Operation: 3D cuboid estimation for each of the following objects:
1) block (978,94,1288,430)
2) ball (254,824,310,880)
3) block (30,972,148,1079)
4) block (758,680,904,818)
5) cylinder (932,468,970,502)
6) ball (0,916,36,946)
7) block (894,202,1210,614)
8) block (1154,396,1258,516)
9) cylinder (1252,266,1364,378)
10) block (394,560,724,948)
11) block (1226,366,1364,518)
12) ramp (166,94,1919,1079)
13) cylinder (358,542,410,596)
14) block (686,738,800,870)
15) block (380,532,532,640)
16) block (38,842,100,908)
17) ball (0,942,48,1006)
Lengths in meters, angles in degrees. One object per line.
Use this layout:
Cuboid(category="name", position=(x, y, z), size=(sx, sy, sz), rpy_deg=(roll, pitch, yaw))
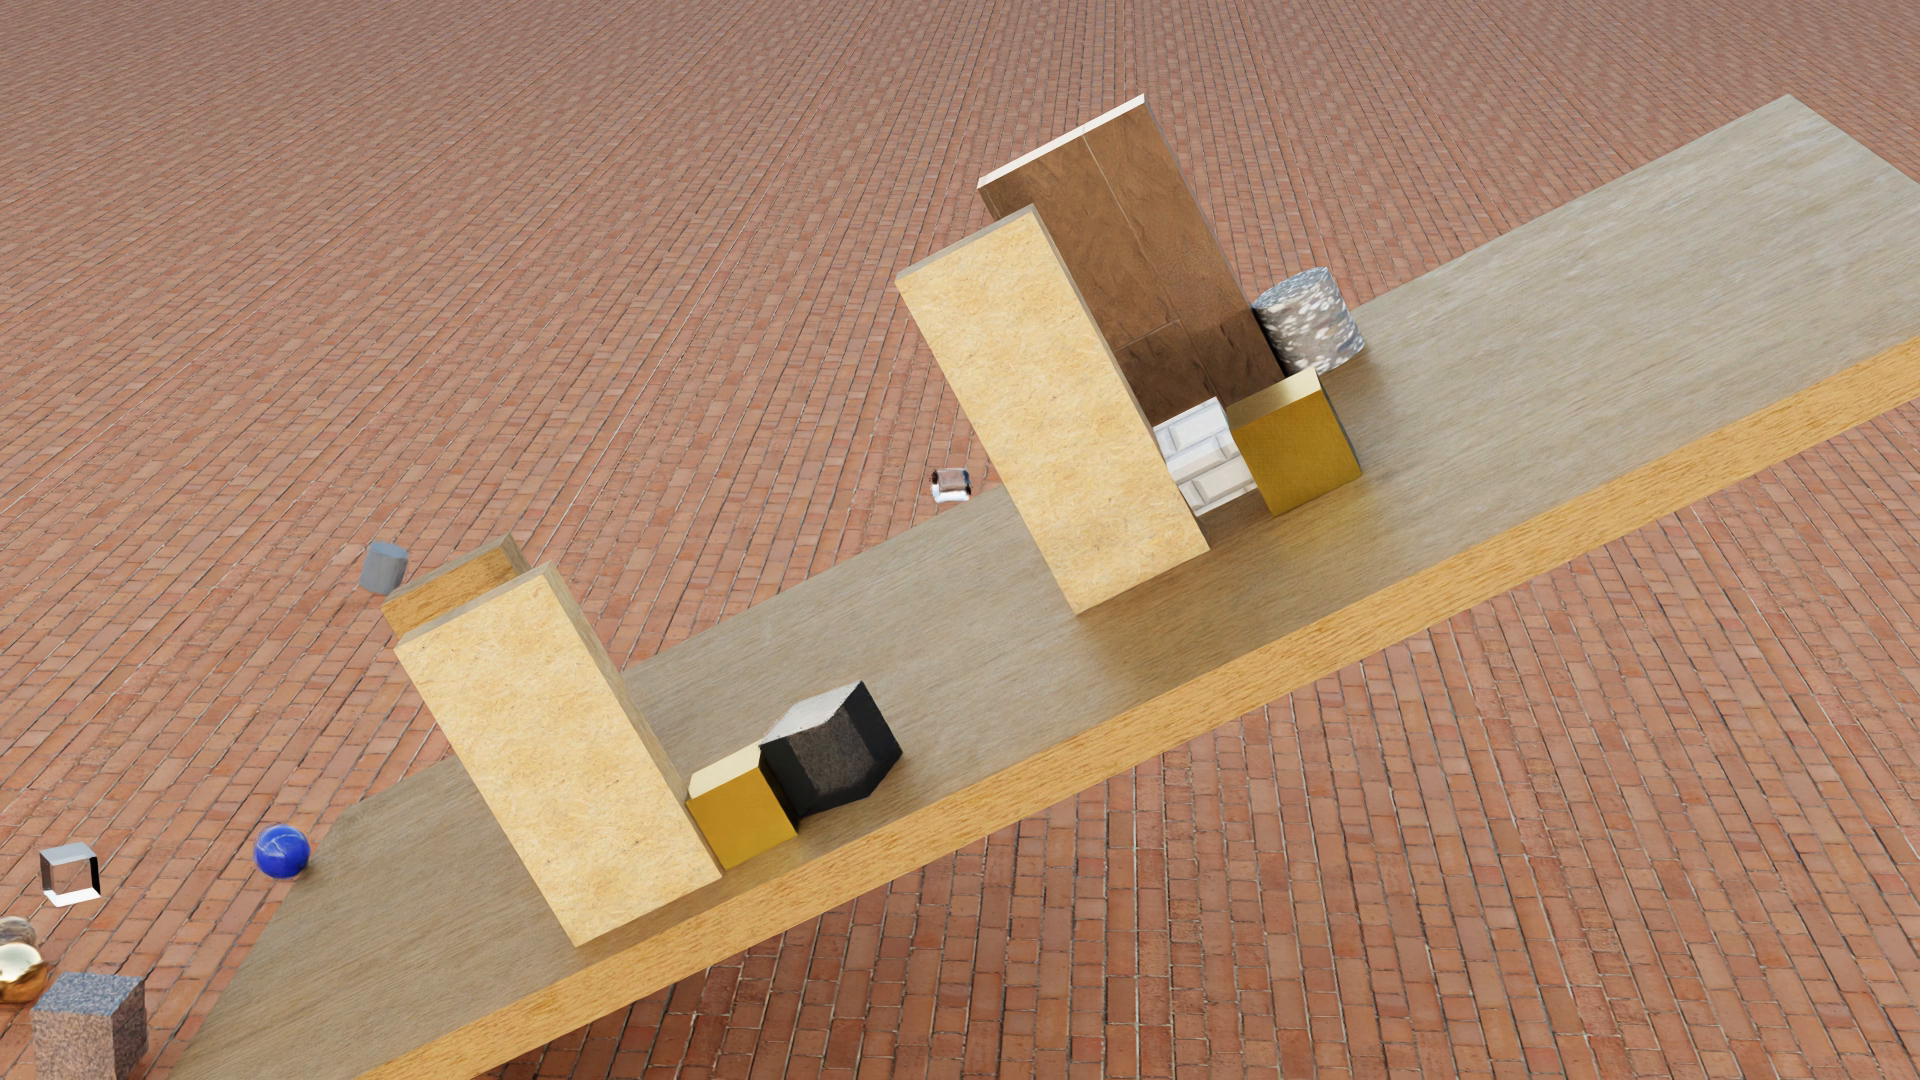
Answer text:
Cuboid(category="block", position=(0.399, -0.581, 6.683), size=(0.418, 0.738, 0.127), rpy_deg=(-26, 14, 11))
Cuboid(category="ball", position=(-1.659, 0.764, 7.202), size=(0.133, 0.133, 0.133), rpy_deg=(0, 17, 0))
Cuboid(category="block", position=(-1.889, 1.065, 6.390), size=(0.179, 0.179, 0.179), rpy_deg=(3, 19, 6))
Cuboid(category="block", position=(-0.247, 0.402, 5.648), size=(0.168, 0.168, 0.168), rpy_deg=(-20, 16, 31))
Cuboid(category="cylinder", position=(-0.033, -0.197, 10.572), size=(0.112, 0.112, 0.112), rpy_deg=(-5, 18, -15))
Cuboid(category="ball", position=(-2.231, 0.941, 6.916), size=(0.111, 0.111, 0.111), rpy_deg=(0, 17, 0))
Cuboid(category="block", position=(0.189, -0.257, 5.872), size=(0.304, 0.772, 0.094), rpy_deg=(-26, 14, 11))
Cuboid(category="block", position=(0.495, -0.167, 5.917), size=(0.142, 0.142, 0.142), rpy_deg=(-26, 43, 10))
Cuboid(category="cylinder", position=(0.798, -0.495, 6.736), size=(0.192, 0.192, 0.192), rpy_deg=(-27, 14, 7))
Cuboid(category="block", position=(-0.748, 0.407, 5.549), size=(0.324, 0.676, 0.090), rpy_deg=(-26, 14, 11))
Cuboid(category="block", position=(0.671, -0.199, 5.918), size=(0.197, 0.197, 0.197), rpy_deg=(-26, 14, 10))
Cuboid(category="ramp", position=(0.141, 0.167, 6.281), size=(4.000, 0.100, 2.000), rpy_deg=(-26, 14, 11))
Cuboid(category="cylinder", position=(-1.868, 0.093, 9.544), size=(0.133, 0.133, 0.133), rpy_deg=(19, 14, -5))
Cuboid(category="block", position=(-0.412, 0.506, 5.626), size=(0.156, 0.156, 0.156), rpy_deg=(-27, 14, 7))
Cuboid(category="block", position=(-1.002, 0.313, 6.575), size=(0.310, 0.584, 0.112), rpy_deg=(-26, 14, 11))
Cuboid(category="block", position=(-2.204, 0.827, 7.284), size=(0.110, 0.110, 0.110), rpy_deg=(-11, 20, -32))
Cuboid(category="ball", position=(-2.155, 0.989, 6.707), size=(0.143, 0.143, 0.143), rpy_deg=(0, 17, 0))
